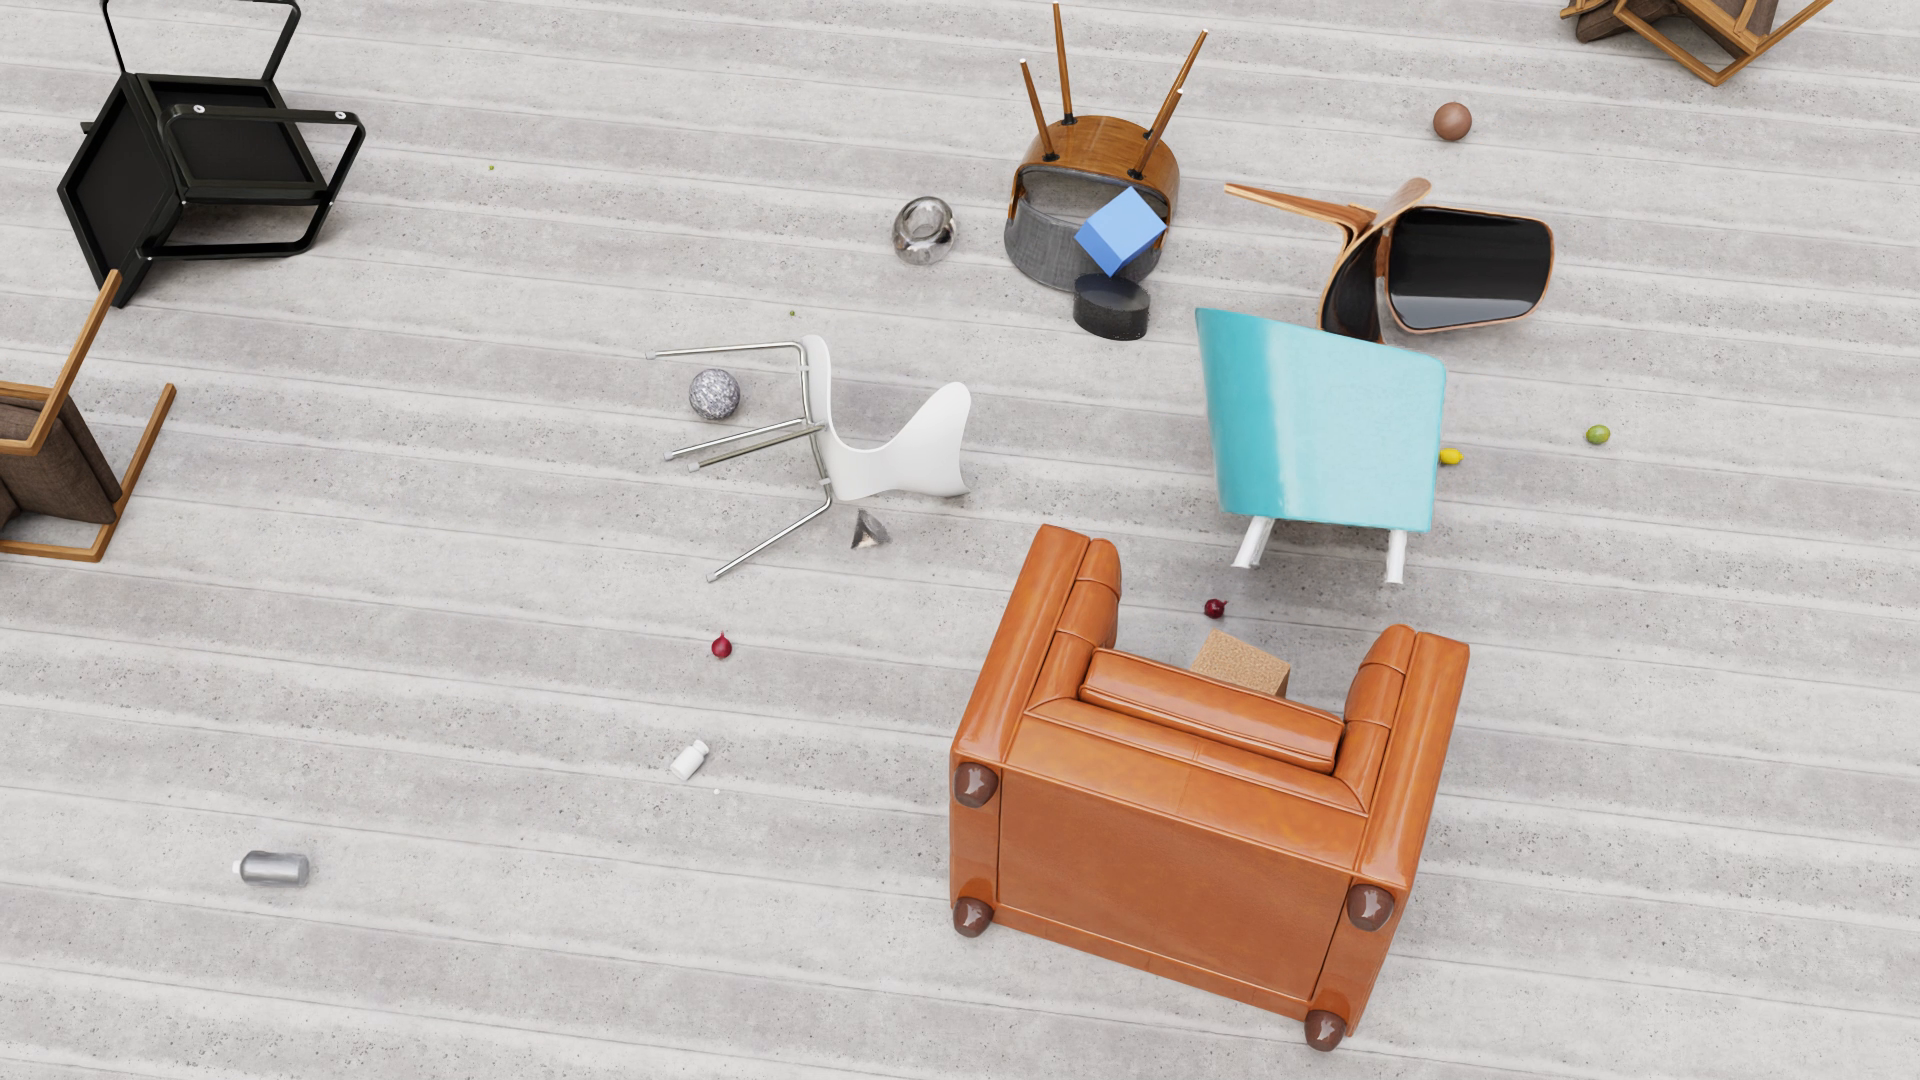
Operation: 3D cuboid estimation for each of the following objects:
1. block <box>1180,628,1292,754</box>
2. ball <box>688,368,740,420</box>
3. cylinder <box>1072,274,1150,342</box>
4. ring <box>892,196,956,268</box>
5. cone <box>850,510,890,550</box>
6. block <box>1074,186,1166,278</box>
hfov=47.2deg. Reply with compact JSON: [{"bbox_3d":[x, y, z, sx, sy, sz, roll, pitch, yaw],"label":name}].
[{"bbox_3d":[0.766,0.421,6.130,0.238,0.249,0.182,26,66,16],"label":"block"},{"bbox_3d":[-0.757,-0.449,6.779,0.160,0.160,0.160,0,56,0],"label":"ball"},{"bbox_3d":[0.480,-0.739,6.980,0.248,0.148,0.137,18,58,12],"label":"cylinder"},{"bbox_3d":[-0.119,-1.009,7.186,0.207,0.110,0.269,14,58,10],"label":"ring"},{"bbox_3d":[-0.290,-0.007,6.543,0.127,0.154,0.105,44,103,-8],"label":"cone"},{"bbox_3d":[0.507,-0.972,6.942,0.205,0.123,0.173,-39,86,-24],"label":"block"}]
